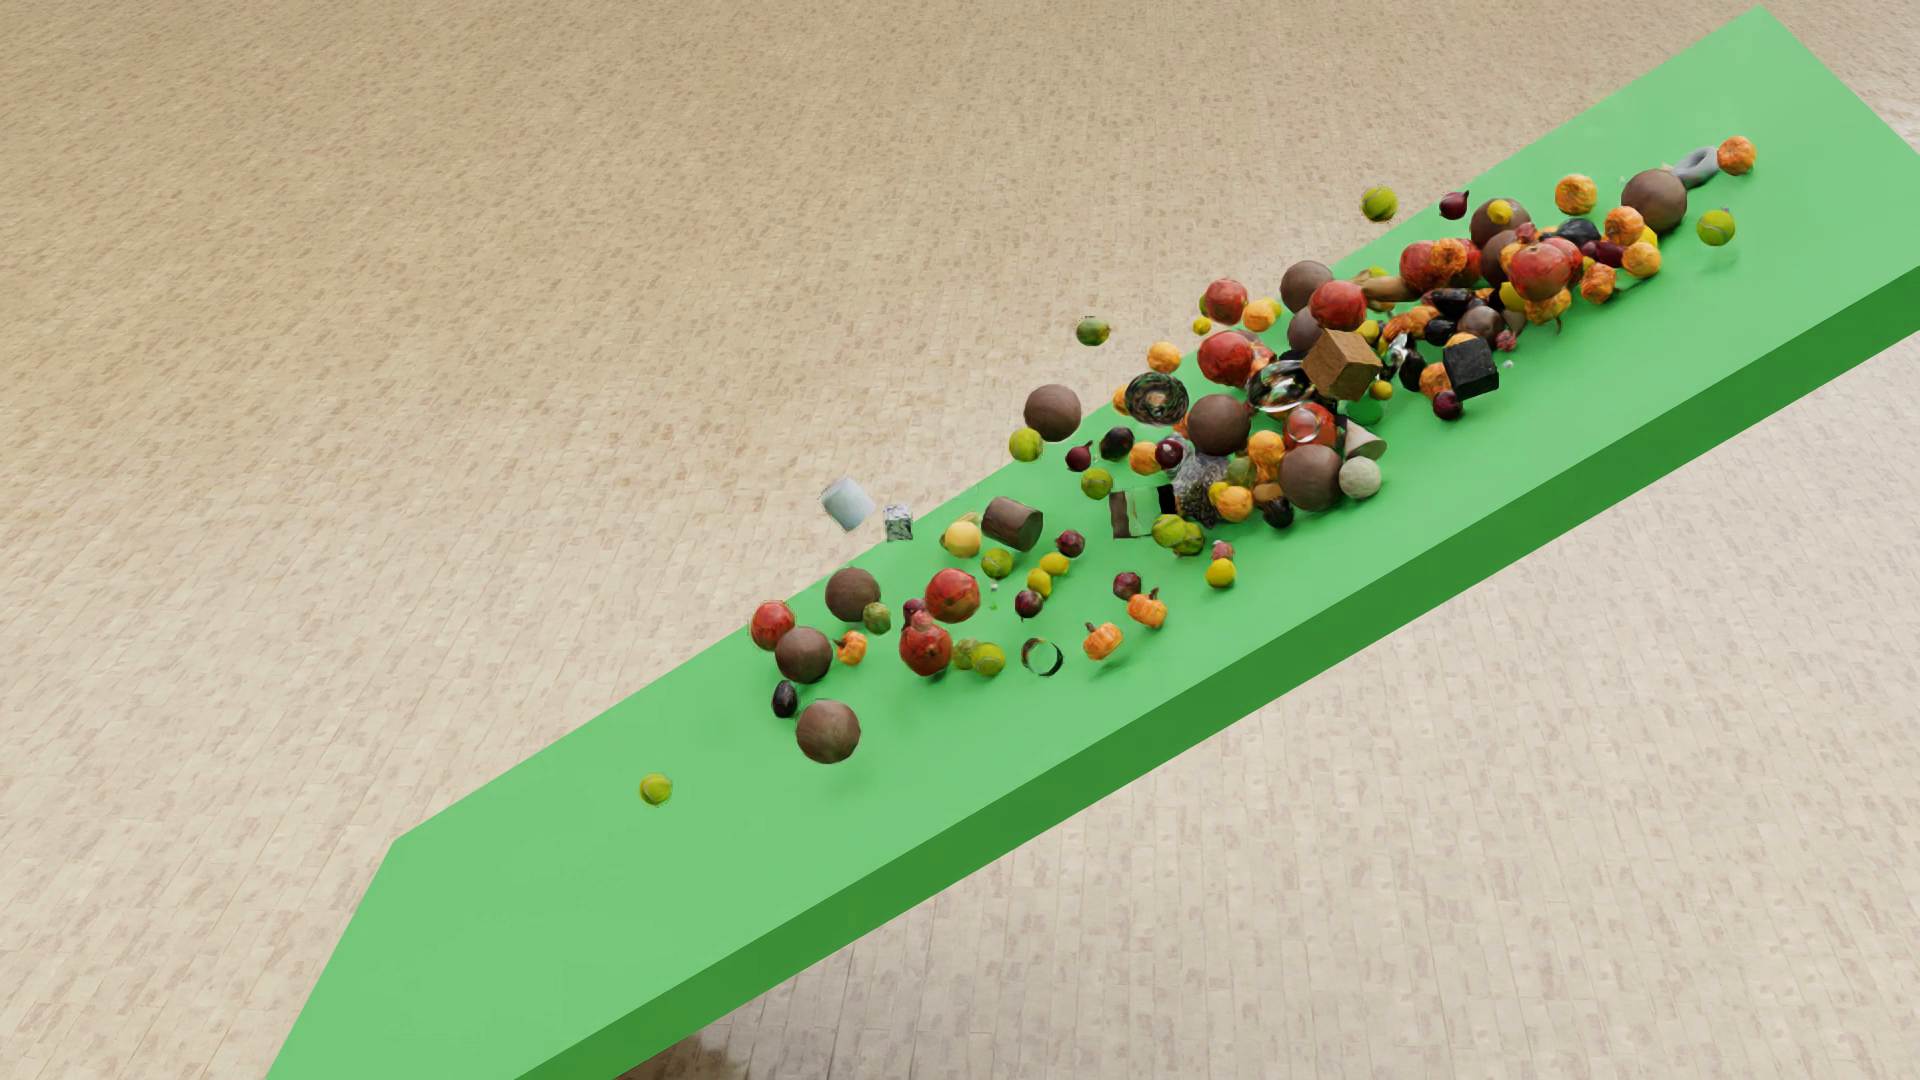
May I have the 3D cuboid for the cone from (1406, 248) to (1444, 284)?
[{"bbox_3d":[0.997,-0.572,6.307,0.083,0.083,0.083,3,29,8],"label":"cone"}]

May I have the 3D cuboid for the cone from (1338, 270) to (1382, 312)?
[{"bbox_3d":[0.874,-0.516,6.288,0.090,0.090,0.090,43,15,-15],"label":"cone"}]

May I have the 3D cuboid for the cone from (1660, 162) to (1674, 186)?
[{"bbox_3d":[1.463,-0.750,6.023,0.052,0.052,0.052,0,20,18],"label":"cone"}]

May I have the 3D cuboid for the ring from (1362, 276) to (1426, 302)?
[{"bbox_3d":[0.901,-0.520,6.114,0.134,0.045,0.134,3,0,0],"label":"ring"}]

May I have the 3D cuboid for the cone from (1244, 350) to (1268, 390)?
[{"bbox_3d":[0.635,-0.366,6.246,0.078,0.078,0.078,-11,-3,-1],"label":"cone"}]

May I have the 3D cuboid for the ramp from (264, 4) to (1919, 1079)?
[{"bbox_3d":[0.138,0.172,6.299,4.000,0.100,2.000,-31,16,14],"label":"ramp"}]

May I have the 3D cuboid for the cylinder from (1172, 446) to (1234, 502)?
[{"bbox_3d":[0.495,-0.126,6.006,0.094,0.094,0.094,22,35,-17],"label":"cylinder"}]

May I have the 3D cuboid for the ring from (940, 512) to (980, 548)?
[{"bbox_3d":[0.000,-0.022,6.856,0.039,0.117,0.117,48,35,7],"label":"ring"}]

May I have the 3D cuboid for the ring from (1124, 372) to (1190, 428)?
[{"bbox_3d":[0.397,-0.283,5.936,0.131,0.131,0.044,3,41,9],"label":"ring"}]

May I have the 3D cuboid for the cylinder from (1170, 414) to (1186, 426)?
[{"bbox_3d":[0.434,-0.290,6.276,0.075,0.075,0.075,-11,25,-28],"label":"cylinder"}]

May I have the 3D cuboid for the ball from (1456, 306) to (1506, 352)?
[{"bbox_3d":[1.027,-0.413,5.795,0.096,0.096,0.096,0,21,0],"label":"ball"}]

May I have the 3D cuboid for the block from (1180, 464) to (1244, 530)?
[{"bbox_3d":[0.505,-0.087,5.906,0.079,0.079,0.079,37,40,0],"label":"block"}]

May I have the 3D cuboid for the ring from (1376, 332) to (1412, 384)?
[{"bbox_3d":[0.866,-0.363,5.865,0.037,0.112,0.112,30,27,8],"label":"ring"}]

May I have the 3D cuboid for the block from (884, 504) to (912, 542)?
[{"bbox_3d":[-0.134,-0.037,6.355,0.055,0.055,0.055,-5,35,-1],"label":"block"}]

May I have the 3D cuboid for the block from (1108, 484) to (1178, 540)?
[{"bbox_3d":[0.367,-0.056,5.896,0.095,0.095,0.095,-8,2,-29],"label":"block"}]

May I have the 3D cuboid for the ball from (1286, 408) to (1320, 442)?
[{"bbox_3d":[0.661,-0.222,5.659,0.066,0.066,0.066,0,21,0],"label":"ball"}]

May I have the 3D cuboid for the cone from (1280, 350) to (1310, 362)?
[{"bbox_3d":[0.703,-0.339,6.095,0.083,0.083,0.083,3,-22,1],"label":"cone"}]

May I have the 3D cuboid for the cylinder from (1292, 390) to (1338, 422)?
[{"bbox_3d":[0.730,-0.296,6.018,0.091,0.091,0.091,4,33,10],"label":"cylinder"}]

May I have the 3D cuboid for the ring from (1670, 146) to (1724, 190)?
[{"bbox_3d":[1.487,-0.750,5.932,0.115,0.038,0.115,-34,20,14],"label":"ring"}]

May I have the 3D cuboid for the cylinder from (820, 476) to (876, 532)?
[{"bbox_3d":[-0.257,-0.084,6.738,0.093,0.093,0.093,-40,11,9],"label":"cylinder"}]

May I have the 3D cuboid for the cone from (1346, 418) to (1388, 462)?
[{"bbox_3d":[0.749,-0.196,5.556,0.087,0.087,0.087,-10,58,-24],"label":"cone"}]

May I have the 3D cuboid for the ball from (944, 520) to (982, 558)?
[{"bbox_3d":[0.008,-0.001,6.743,0.087,0.087,0.087,0,21,0],"label":"ball"}]

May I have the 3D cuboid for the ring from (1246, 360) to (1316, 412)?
[{"bbox_3d":[0.645,-0.309,5.896,0.147,0.147,0.049,-6,60,-16],"label":"ring"}]

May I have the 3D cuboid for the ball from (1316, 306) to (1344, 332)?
[{"bbox_3d":[0.822,-0.490,6.536,0.060,0.060,0.060,0,21,0],"label":"ball"}]

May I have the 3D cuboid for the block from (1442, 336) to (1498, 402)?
[{"bbox_3d":[0.960,-0.322,5.531,0.080,0.080,0.080,-18,-22,3],"label":"block"}]

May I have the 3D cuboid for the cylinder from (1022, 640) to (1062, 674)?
[{"bbox_3d":[0.160,0.229,5.749,0.068,0.068,0.068,-2,-2,-6],"label":"cylinder"}]

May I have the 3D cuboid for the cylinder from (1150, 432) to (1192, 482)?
[{"bbox_3d":[0.463,-0.178,6.325,0.077,0.077,0.077,-32,15,10],"label":"cylinder"}]

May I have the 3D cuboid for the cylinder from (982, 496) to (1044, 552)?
[{"bbox_3d":[0.116,-0.036,6.484,0.099,0.099,0.099,23,29,29],"label":"cylinder"}]

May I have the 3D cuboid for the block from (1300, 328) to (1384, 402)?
[{"bbox_3d":[0.750,-0.343,5.781,0.096,0.096,0.096,4,42,-38],"label":"block"}]

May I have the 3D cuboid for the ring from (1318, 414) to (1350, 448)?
[{"bbox_3d":[0.752,-0.218,5.855,0.078,0.026,0.078,-2,56,3],"label":"ring"}]

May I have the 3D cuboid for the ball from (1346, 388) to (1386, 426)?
[{"bbox_3d":[0.807,-0.266,5.850,0.077,0.077,0.077,0,21,0],"label":"ball"}]

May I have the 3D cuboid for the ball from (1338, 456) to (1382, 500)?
[{"bbox_3d":[0.750,-0.116,5.515,0.081,0.081,0.081,0,21,0],"label":"ball"}]

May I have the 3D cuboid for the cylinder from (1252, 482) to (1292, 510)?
[{"bbox_3d":[0.611,-0.085,5.763,0.055,0.055,0.055,-11,5,-27],"label":"cylinder"}]

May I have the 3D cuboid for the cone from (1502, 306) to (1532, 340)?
[{"bbox_3d":[1.096,-0.420,5.798,0.060,0.060,0.060,4,59,11],"label":"cone"}]

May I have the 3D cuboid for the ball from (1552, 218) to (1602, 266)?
[{"bbox_3d":[1.237,-0.597,5.896,0.096,0.096,0.096,0,21,0],"label":"ball"}]
